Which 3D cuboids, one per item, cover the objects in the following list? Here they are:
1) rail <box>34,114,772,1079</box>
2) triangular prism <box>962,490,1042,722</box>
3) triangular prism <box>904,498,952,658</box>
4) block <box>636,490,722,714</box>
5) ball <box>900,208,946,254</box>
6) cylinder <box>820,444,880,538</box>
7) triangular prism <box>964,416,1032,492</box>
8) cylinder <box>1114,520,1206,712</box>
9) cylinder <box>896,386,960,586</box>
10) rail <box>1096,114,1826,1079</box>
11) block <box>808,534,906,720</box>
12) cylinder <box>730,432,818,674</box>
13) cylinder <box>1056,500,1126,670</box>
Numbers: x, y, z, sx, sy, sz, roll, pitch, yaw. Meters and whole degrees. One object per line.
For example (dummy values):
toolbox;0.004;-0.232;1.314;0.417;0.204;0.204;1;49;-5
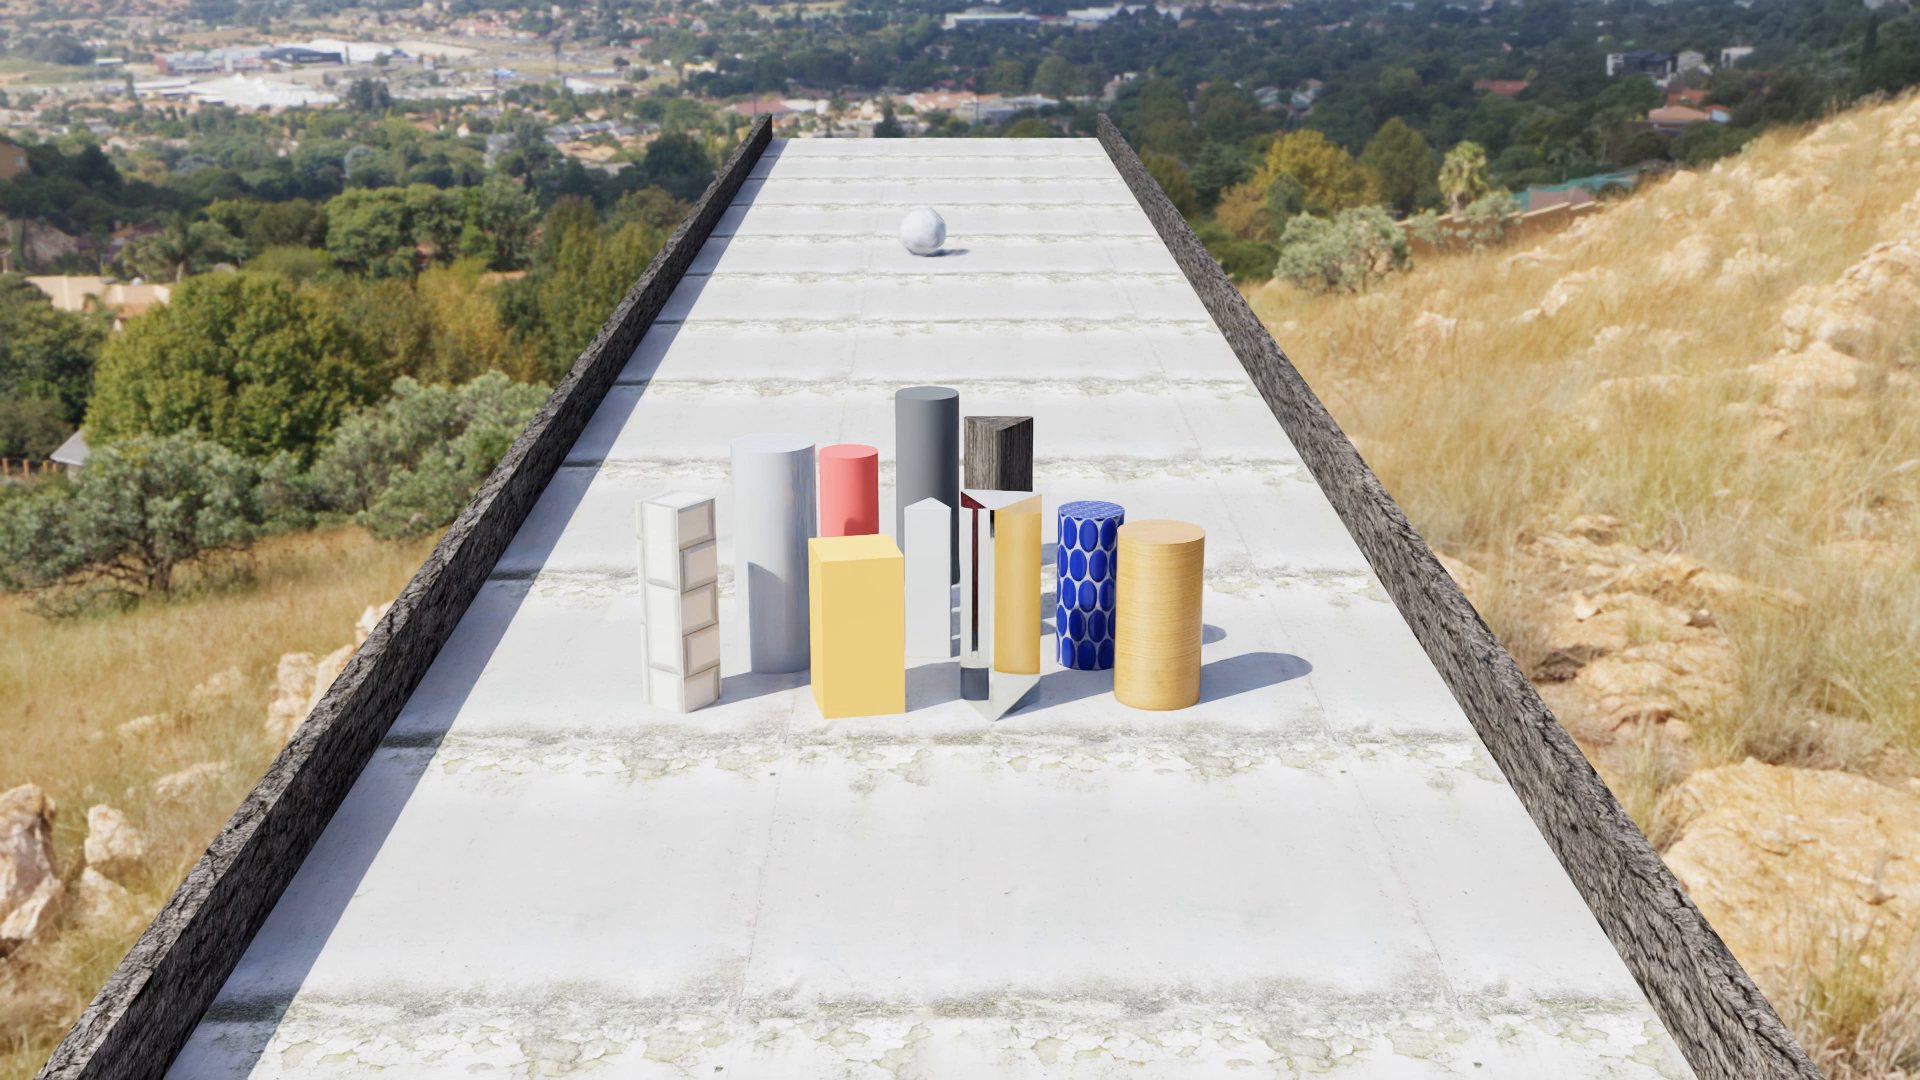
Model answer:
rail;-1.118;-0.838;7.780;0.050;0.150;12.000;0;17;-1
triangular prism;0.054;0.114;4.125;0.130;0.410;0.150;13;21;37
triangular prism;-0.060;0.075;4.426;0.091;0.312;0.079;1;17;4
block;-0.529;0.115;4.140;0.104;0.398;0.104;11;20;34
ball;-0.156;-1.298;9.245;0.198;0.198;0.198;0;17;0
cylinder;-0.230;-0.008;4.606;0.123;0.369;0.123;0;17;0
triangular prism;0.062;-0.044;4.622;0.123;0.429;0.142;10;19;29
cylinder;0.378;0.142;4.173;0.165;0.329;0.165;0;17;0
cylinder;-0.072;-0.117;4.870;0.140;0.427;0.140;0;17;0
rail;0.932;-0.844;7.801;0.050;0.150;12.000;0;17;-1
block;-0.195;0.161;4.144;0.154;0.308;0.154;-4;17;-12
cylinder;-0.365;0.025;4.352;0.166;0.451;0.166;0;17;0
cylinder;0.259;0.090;4.374;0.133;0.313;0.133;0;17;0
